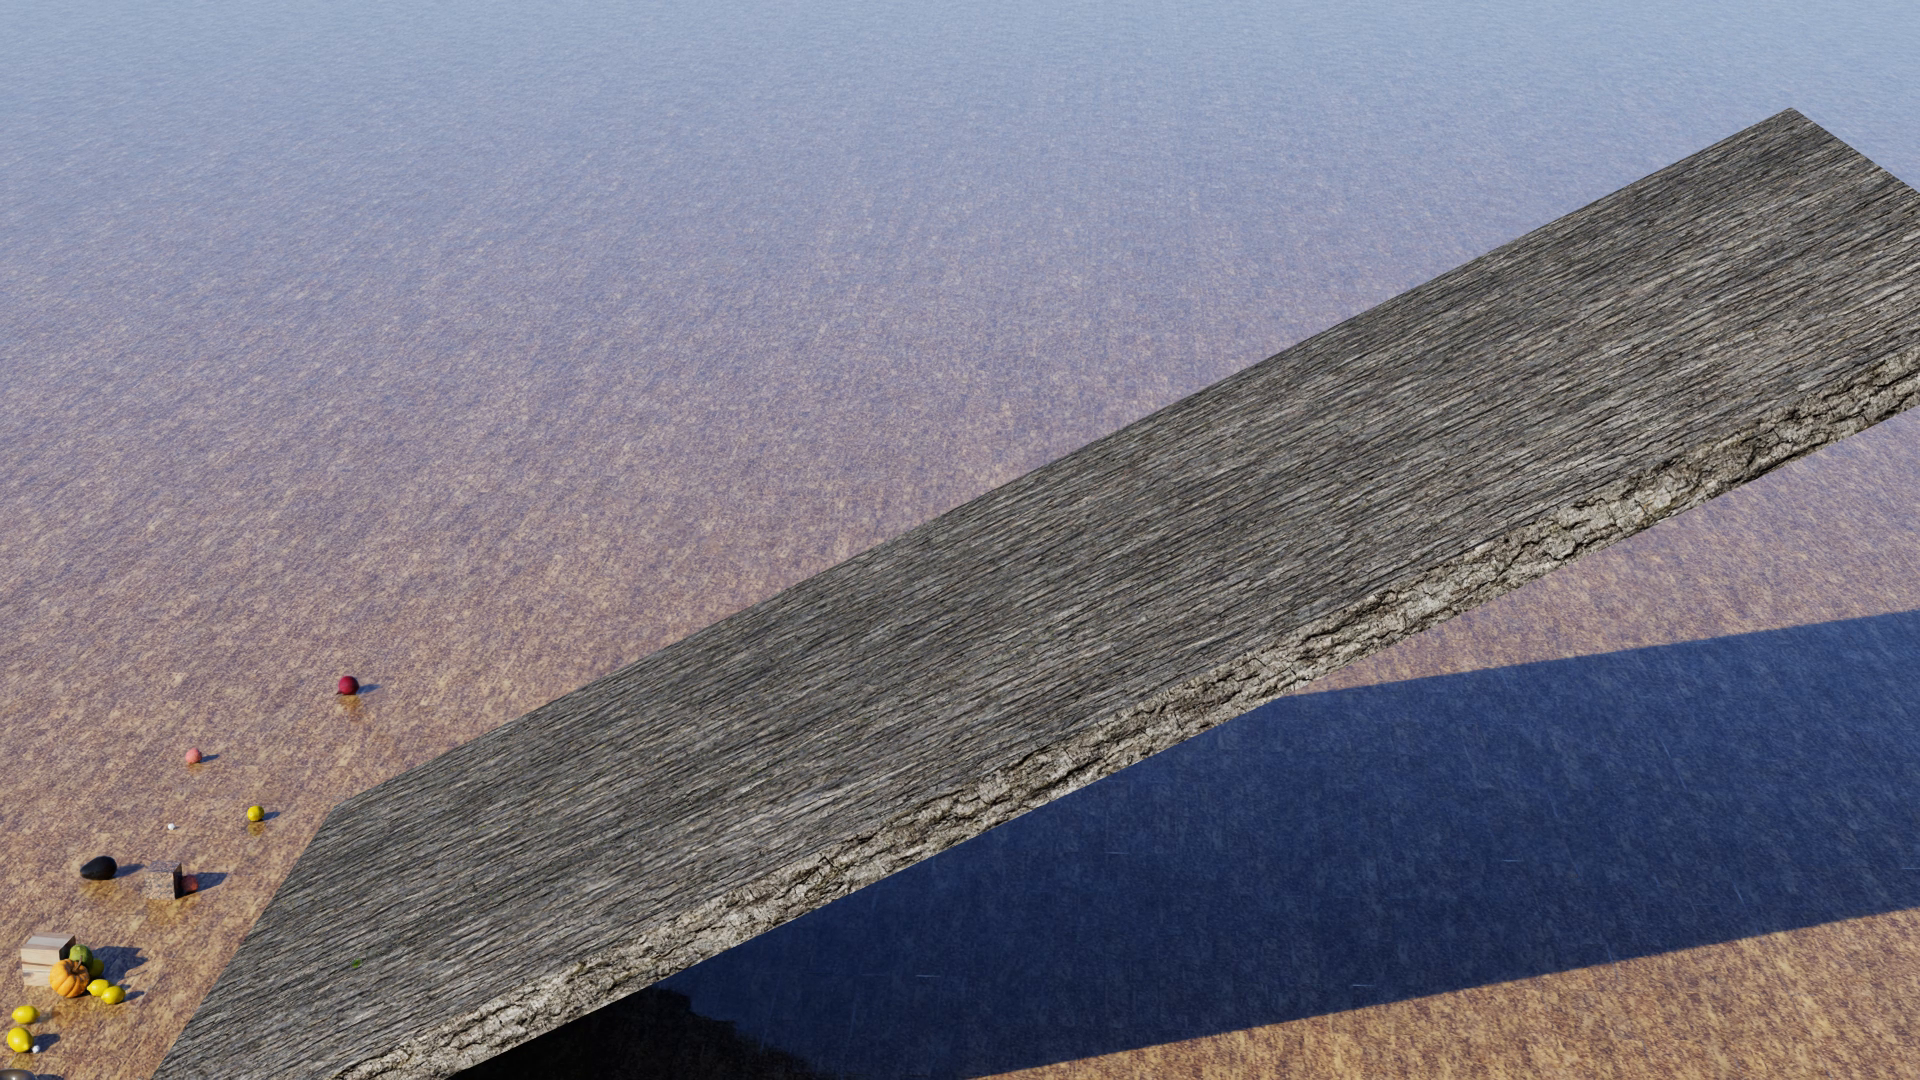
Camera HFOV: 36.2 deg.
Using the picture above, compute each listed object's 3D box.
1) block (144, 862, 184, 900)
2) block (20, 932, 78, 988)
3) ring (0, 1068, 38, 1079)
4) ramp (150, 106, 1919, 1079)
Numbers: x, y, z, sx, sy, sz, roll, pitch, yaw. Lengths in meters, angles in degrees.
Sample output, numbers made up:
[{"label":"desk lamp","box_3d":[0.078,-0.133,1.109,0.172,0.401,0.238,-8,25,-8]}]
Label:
[{"label":"block","box_3d":[-1.962,0.839,7.249,0.071,0.071,0.071,1,17,2]},{"label":"block","box_3d":[-2.100,0.968,6.786,0.091,0.091,0.091,2,17,7]},{"label":"ring","box_3d":[-2.016,1.162,6.229,0.130,0.043,0.130,1,17,0]},{"label":"ramp","box_3d":[0.139,0.168,6.281,4.000,0.100,2.000,-26,14,10]}]
